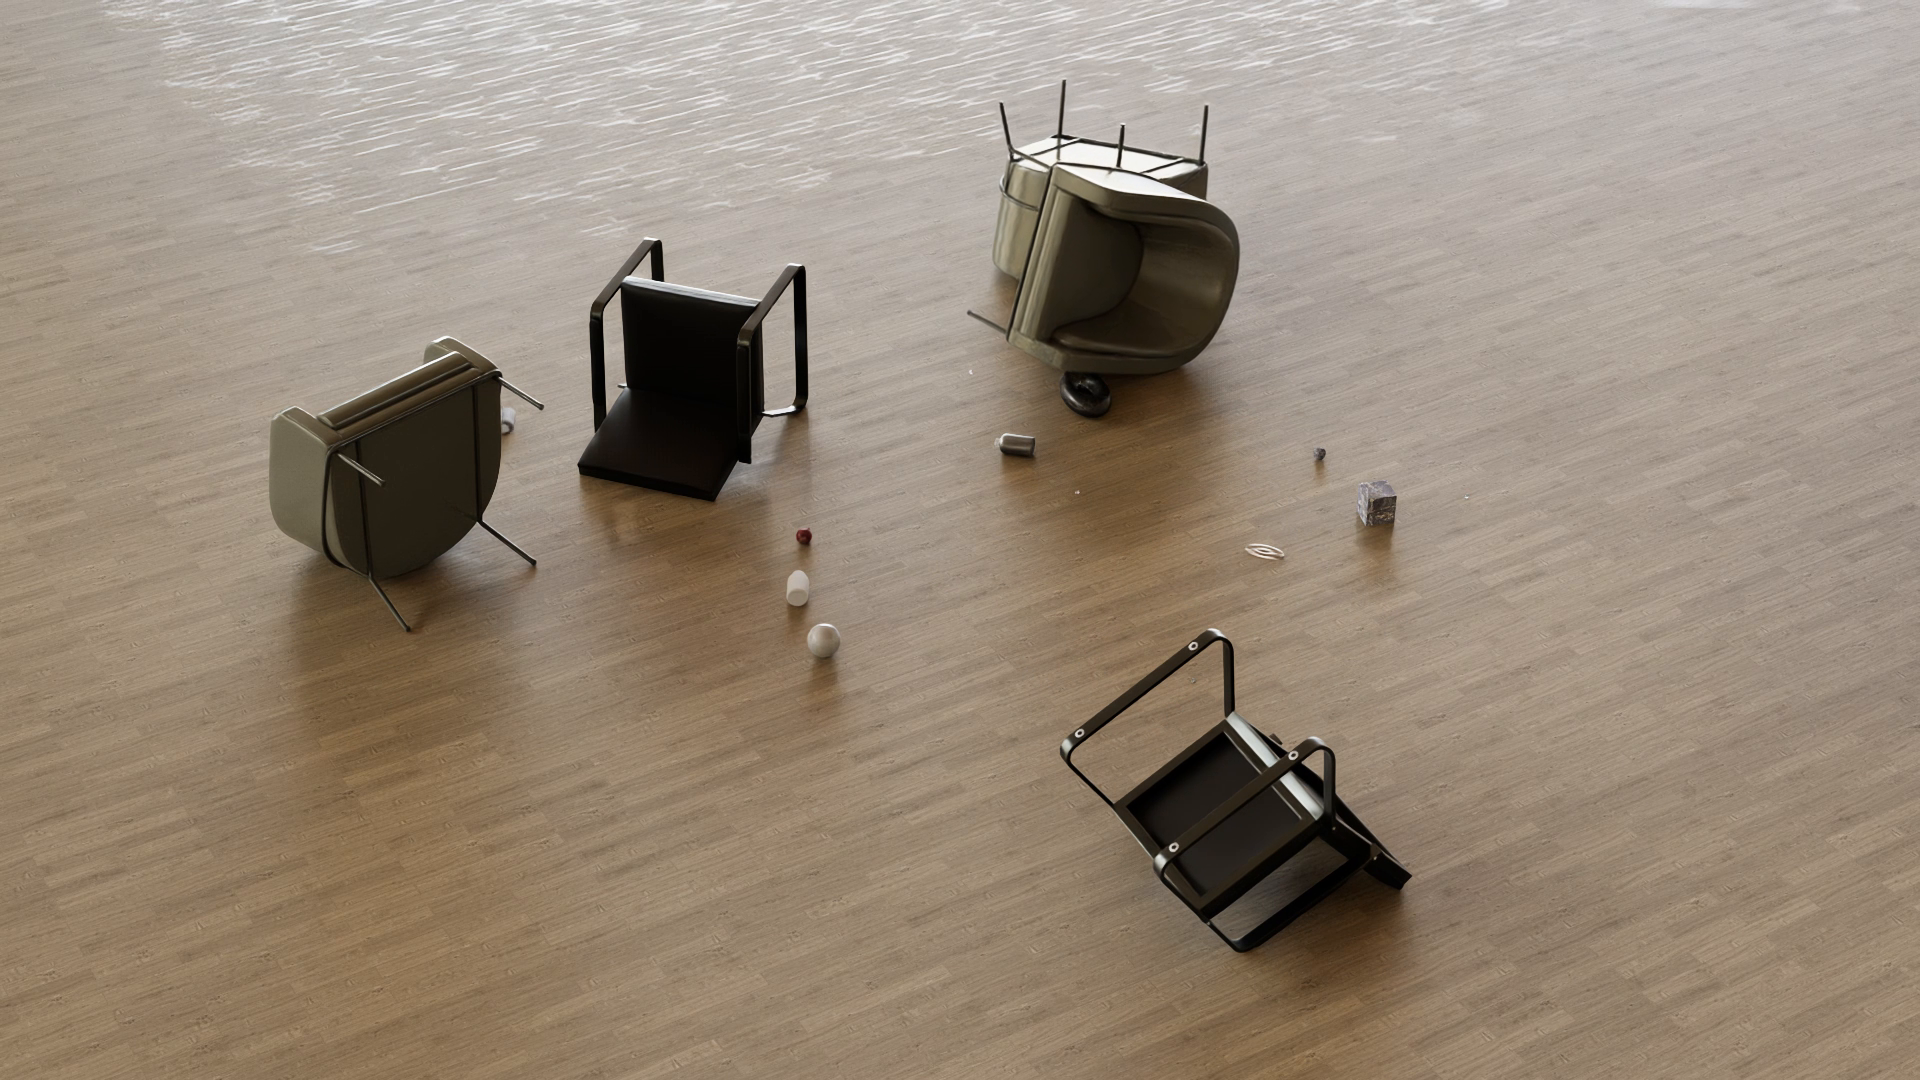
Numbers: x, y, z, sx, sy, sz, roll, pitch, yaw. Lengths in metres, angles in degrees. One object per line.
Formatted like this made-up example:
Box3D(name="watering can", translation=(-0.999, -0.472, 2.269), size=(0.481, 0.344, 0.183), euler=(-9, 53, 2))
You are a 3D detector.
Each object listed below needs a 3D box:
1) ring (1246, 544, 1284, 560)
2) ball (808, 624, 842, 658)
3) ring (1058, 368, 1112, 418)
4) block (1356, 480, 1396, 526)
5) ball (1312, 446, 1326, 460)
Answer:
Box3D(name="ring", translation=(1.128, 0.043, 10.863), size=(0.148, 0.018, 0.075), euler=(13, 36, 18))
Box3D(name="ball", translation=(-0.477, 0.352, 10.301), size=(0.119, 0.119, 0.119), euler=(0, 33, 0))
Box3D(name="ring", translation=(0.502, -0.591, 11.770), size=(0.196, 0.082, 0.345), euler=(-8, 33, -13))
Box3D(name="block", translation=(1.569, -0.140, 11.048), size=(0.112, 0.120, 0.114), euler=(-6, 34, -10))
Box3D(name="ball", translation=(1.399, -0.338, 11.411), size=(0.051, 0.051, 0.051), euler=(0, 33, 0))
